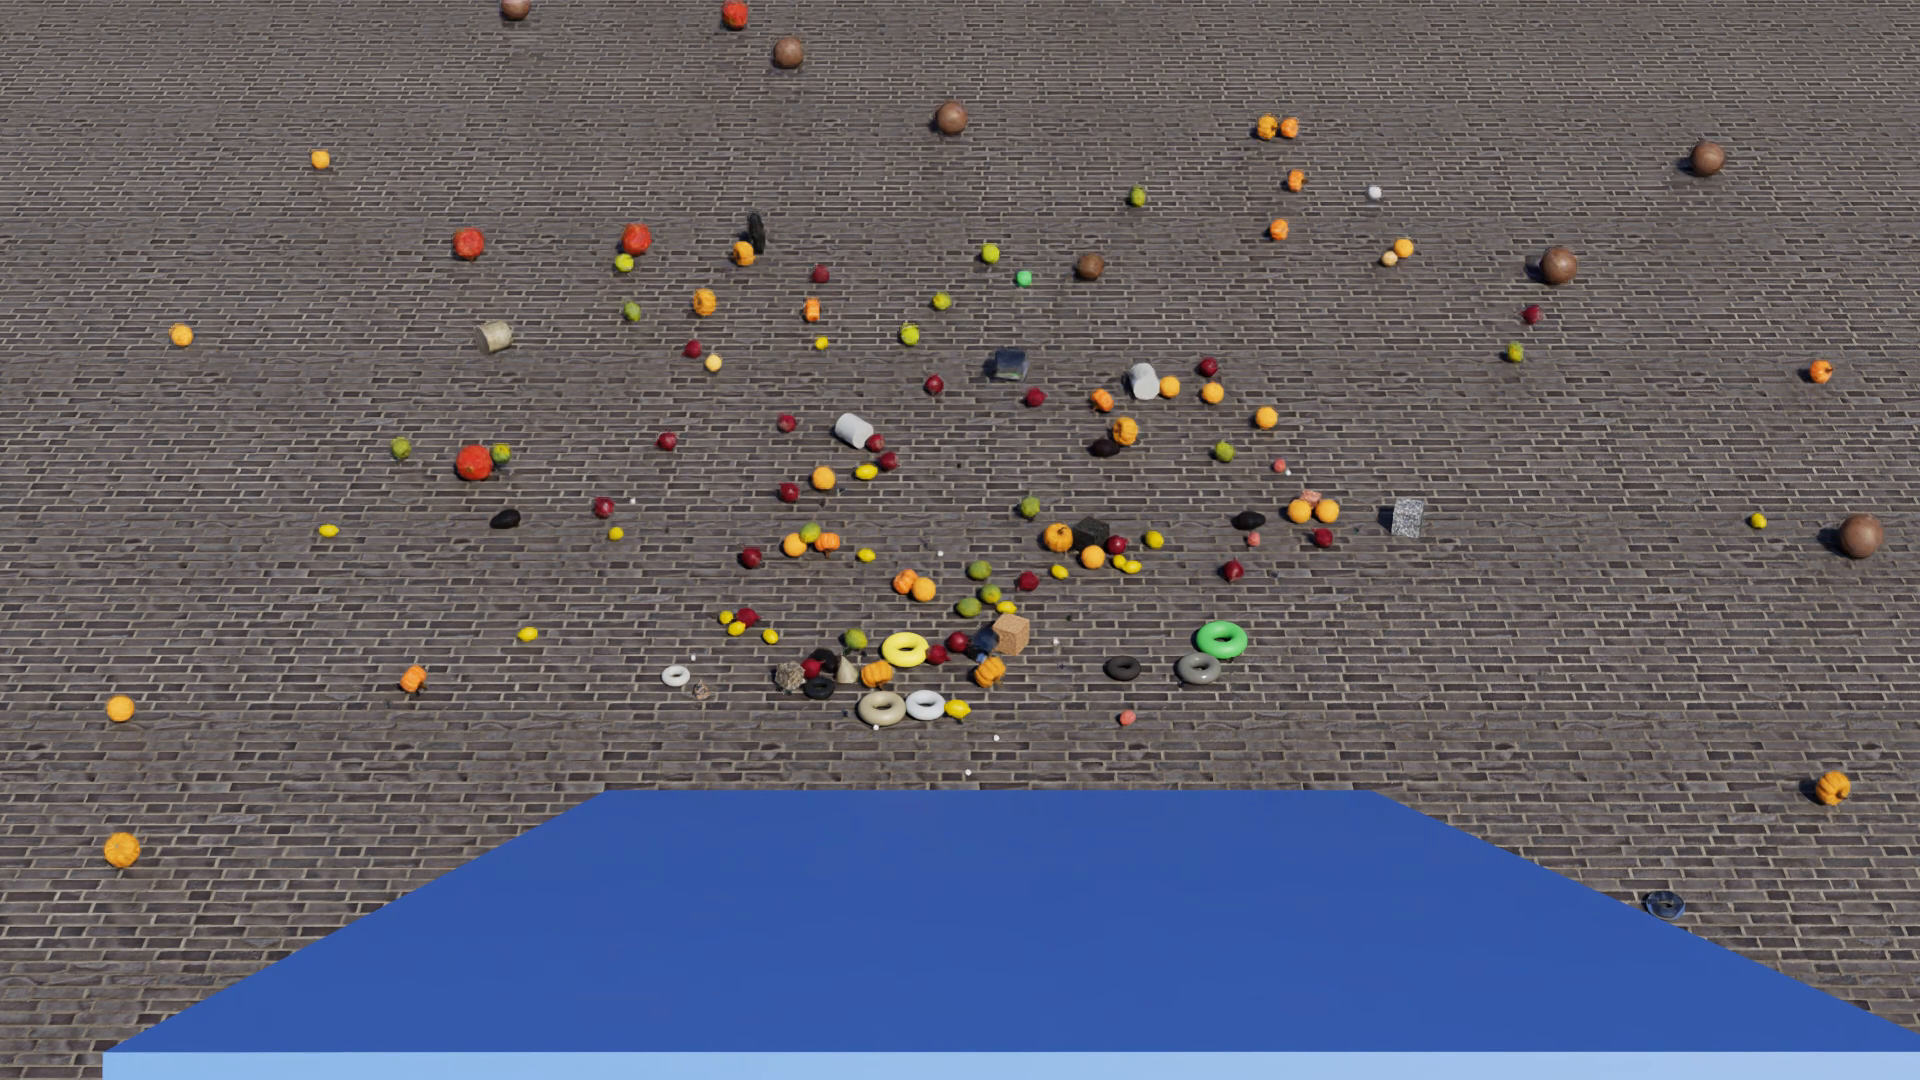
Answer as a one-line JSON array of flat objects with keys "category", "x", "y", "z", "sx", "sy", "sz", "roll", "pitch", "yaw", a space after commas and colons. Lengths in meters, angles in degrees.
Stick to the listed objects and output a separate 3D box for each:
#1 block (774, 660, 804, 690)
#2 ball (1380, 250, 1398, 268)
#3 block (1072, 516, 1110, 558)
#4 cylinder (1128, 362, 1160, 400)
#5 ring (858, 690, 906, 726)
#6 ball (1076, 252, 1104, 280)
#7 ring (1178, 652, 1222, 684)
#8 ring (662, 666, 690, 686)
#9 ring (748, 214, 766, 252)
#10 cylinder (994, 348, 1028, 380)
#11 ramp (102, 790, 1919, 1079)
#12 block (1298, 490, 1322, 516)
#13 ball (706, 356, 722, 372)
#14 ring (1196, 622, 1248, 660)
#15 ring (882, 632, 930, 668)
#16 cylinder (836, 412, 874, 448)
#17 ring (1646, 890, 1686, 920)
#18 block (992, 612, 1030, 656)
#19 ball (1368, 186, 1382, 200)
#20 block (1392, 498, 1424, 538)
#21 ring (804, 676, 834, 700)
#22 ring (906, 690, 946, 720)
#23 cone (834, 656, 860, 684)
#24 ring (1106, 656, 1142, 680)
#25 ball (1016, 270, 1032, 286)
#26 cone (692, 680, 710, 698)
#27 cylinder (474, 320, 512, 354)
[{"category": "block", "x": -0.478, "y": 0.380, "z": 7.287, "sx": 0.055, "sy": 0.055, "sz": 0.055, "roll": -9, "pitch": 32, "yaw": -42}, {"category": "ball", "x": 1.546, "y": -1.013, "z": 9.355, "sx": 0.058, "sy": 0.058, "sz": 0.058, "roll": 0, "pitch": 34, "yaw": 0}, {"category": "block", "x": 0.396, "y": -0.009, "z": 7.853, "sx": 0.079, "sy": 0.079, "sz": 0.079, "roll": 23, "pitch": 40, "yaw": 30}, {"category": "cylinder", "x": 0.611, "y": -0.525, "z": 8.603, "sx": 0.091, "sy": 0.091, "sz": 0.091, "roll": -4, "pitch": 33, "yaw": -5}, {"category": "ring", "x": -0.215, "y": 0.466, "z": 7.181, "sx": 0.136, "sy": 0.045, "sz": 0.136, "roll": 0, "pitch": 33, "yaw": 0}, {"category": "ball", "x": 0.464, "y": -0.976, "z": 9.262, "sx": 0.100, "sy": 0.100, "sz": 0.100, "roll": 0, "pitch": 34, "yaw": 0}, {"category": "ring", "x": 0.676, "y": 0.363, "z": 7.336, "sx": 0.126, "sy": 0.042, "sz": 0.126, "roll": -1, "pitch": 35, "yaw": 1}, {"category": "ring", "x": -0.801, "y": 0.384, "z": 7.319, "sx": 0.081, "sy": 0.027, "sz": 0.081, "roll": 1, "pitch": 35, "yaw": -1}, {"category": "ring", "x": -0.739, "y": -1.118, "z": 9.436, "sx": 0.046, "sy": 0.139, "sz": 0.139, "roll": -14, "pitch": 36, "yaw": -9}, {"category": "cylinder", "x": 0.171, "y": -0.588, "z": 8.690, "sx": 0.098, "sy": 0.098, "sz": 0.098, "roll": 7, "pitch": 35, "yaw": 10}, {"category": "ramp", "x": 0.075, "y": 0.653, "z": 4.796, "sx": 2.000, "sy": 0.100, "sz": 4.000, "roll": 0, "pitch": -1, "yaw": 0}, {"category": "block", "x": 1.081, "y": -0.114, "z": 8.028, "sx": 0.055, "sy": 0.055, "sz": 0.055, "roll": 12, "pitch": 36, "yaw": 17}, {"category": "ball", "x": -0.829, "y": -0.595, "z": 8.740, "sx": 0.055, "sy": 0.055, "sz": 0.055, "roll": 0, "pitch": 34, "yaw": 0}, {"category": "ring", "x": 0.750, "y": 0.287, "z": 7.442, "sx": 0.149, "sy": 0.050, "sz": 0.149, "roll": -1, "pitch": 35, "yaw": 1}, {"category": "ring", "x": -0.156, "y": 0.313, "z": 7.407, "sx": 0.137, "sy": 0.046, "sz": 0.137, "roll": 1, "pitch": 35, "yaw": -1}, {"category": "cylinder", "x": -0.340, "y": -0.352, "z": 8.352, "sx": 0.088, "sy": 0.088, "sz": 0.088, "roll": -27, "pitch": 42, "yaw": -34}, {"category": "ring", "x": 1.774, "y": 0.918, "z": 6.525, "sx": 0.095, "sy": 0.032, "sz": 0.095, "roll": -1, "pitch": 35, "yaw": 1}, {"category": "block", "x": 0.145, "y": 0.270, "z": 7.439, "sx": 0.080, "sy": 0.080, "sz": 0.080, "roll": 17, "pitch": 38, "yaw": 23}, {"category": "ball", "x": 1.564, "y": -1.309, "z": 9.797, "sx": 0.052, "sy": 0.052, "sz": 0.052, "roll": 0, "pitch": 34, "yaw": 0}, {"category": "block", "x": 1.370, "y": -0.068, "z": 7.936, "sx": 0.083, "sy": 0.083, "sz": 0.083, "roll": 9, "pitch": 35, "yaw": 13}, {"category": "ring", "x": -0.394, "y": 0.415, "z": 7.272, "sx": 0.086, "sy": 0.029, "sz": 0.086, "roll": 1, "pitch": 34, "yaw": -1}, {"category": "ring", "x": -0.096, "y": 0.458, "z": 7.197, "sx": 0.117, "sy": 0.039, "sz": 0.117, "roll": 3, "pitch": 33, "yaw": -2}, {"category": "cone", "x": -0.325, "y": 0.355, "z": 7.309, "sx": 0.074, "sy": 0.074, "sz": 0.074, "roll": -8, "pitch": 30, "yaw": 5}, {"category": "ring", "x": 0.463, "y": 0.362, "z": 7.345, "sx": 0.100, "sy": 0.033, "sz": 0.100, "roll": 1, "pitch": 33, "yaw": 0}, {"category": "ball", "x": 0.228, "y": -0.930, "z": 9.231, "sx": 0.058, "sy": 0.058, "sz": 0.058, "roll": 0, "pitch": 34, "yaw": 0}, {"category": "cone", "x": -0.726, "y": 0.408, "z": 7.260, "sx": 0.052, "sy": 0.052, "sz": 0.052, "roll": 0, "pitch": 34, "yaw": 0}, {"category": "cylinder", "x": -1.589, "y": -0.689, "z": 8.842, "sx": 0.093, "sy": 0.093, "sz": 0.093, "roll": -25, "pitch": 42, "yaw": -33}]
